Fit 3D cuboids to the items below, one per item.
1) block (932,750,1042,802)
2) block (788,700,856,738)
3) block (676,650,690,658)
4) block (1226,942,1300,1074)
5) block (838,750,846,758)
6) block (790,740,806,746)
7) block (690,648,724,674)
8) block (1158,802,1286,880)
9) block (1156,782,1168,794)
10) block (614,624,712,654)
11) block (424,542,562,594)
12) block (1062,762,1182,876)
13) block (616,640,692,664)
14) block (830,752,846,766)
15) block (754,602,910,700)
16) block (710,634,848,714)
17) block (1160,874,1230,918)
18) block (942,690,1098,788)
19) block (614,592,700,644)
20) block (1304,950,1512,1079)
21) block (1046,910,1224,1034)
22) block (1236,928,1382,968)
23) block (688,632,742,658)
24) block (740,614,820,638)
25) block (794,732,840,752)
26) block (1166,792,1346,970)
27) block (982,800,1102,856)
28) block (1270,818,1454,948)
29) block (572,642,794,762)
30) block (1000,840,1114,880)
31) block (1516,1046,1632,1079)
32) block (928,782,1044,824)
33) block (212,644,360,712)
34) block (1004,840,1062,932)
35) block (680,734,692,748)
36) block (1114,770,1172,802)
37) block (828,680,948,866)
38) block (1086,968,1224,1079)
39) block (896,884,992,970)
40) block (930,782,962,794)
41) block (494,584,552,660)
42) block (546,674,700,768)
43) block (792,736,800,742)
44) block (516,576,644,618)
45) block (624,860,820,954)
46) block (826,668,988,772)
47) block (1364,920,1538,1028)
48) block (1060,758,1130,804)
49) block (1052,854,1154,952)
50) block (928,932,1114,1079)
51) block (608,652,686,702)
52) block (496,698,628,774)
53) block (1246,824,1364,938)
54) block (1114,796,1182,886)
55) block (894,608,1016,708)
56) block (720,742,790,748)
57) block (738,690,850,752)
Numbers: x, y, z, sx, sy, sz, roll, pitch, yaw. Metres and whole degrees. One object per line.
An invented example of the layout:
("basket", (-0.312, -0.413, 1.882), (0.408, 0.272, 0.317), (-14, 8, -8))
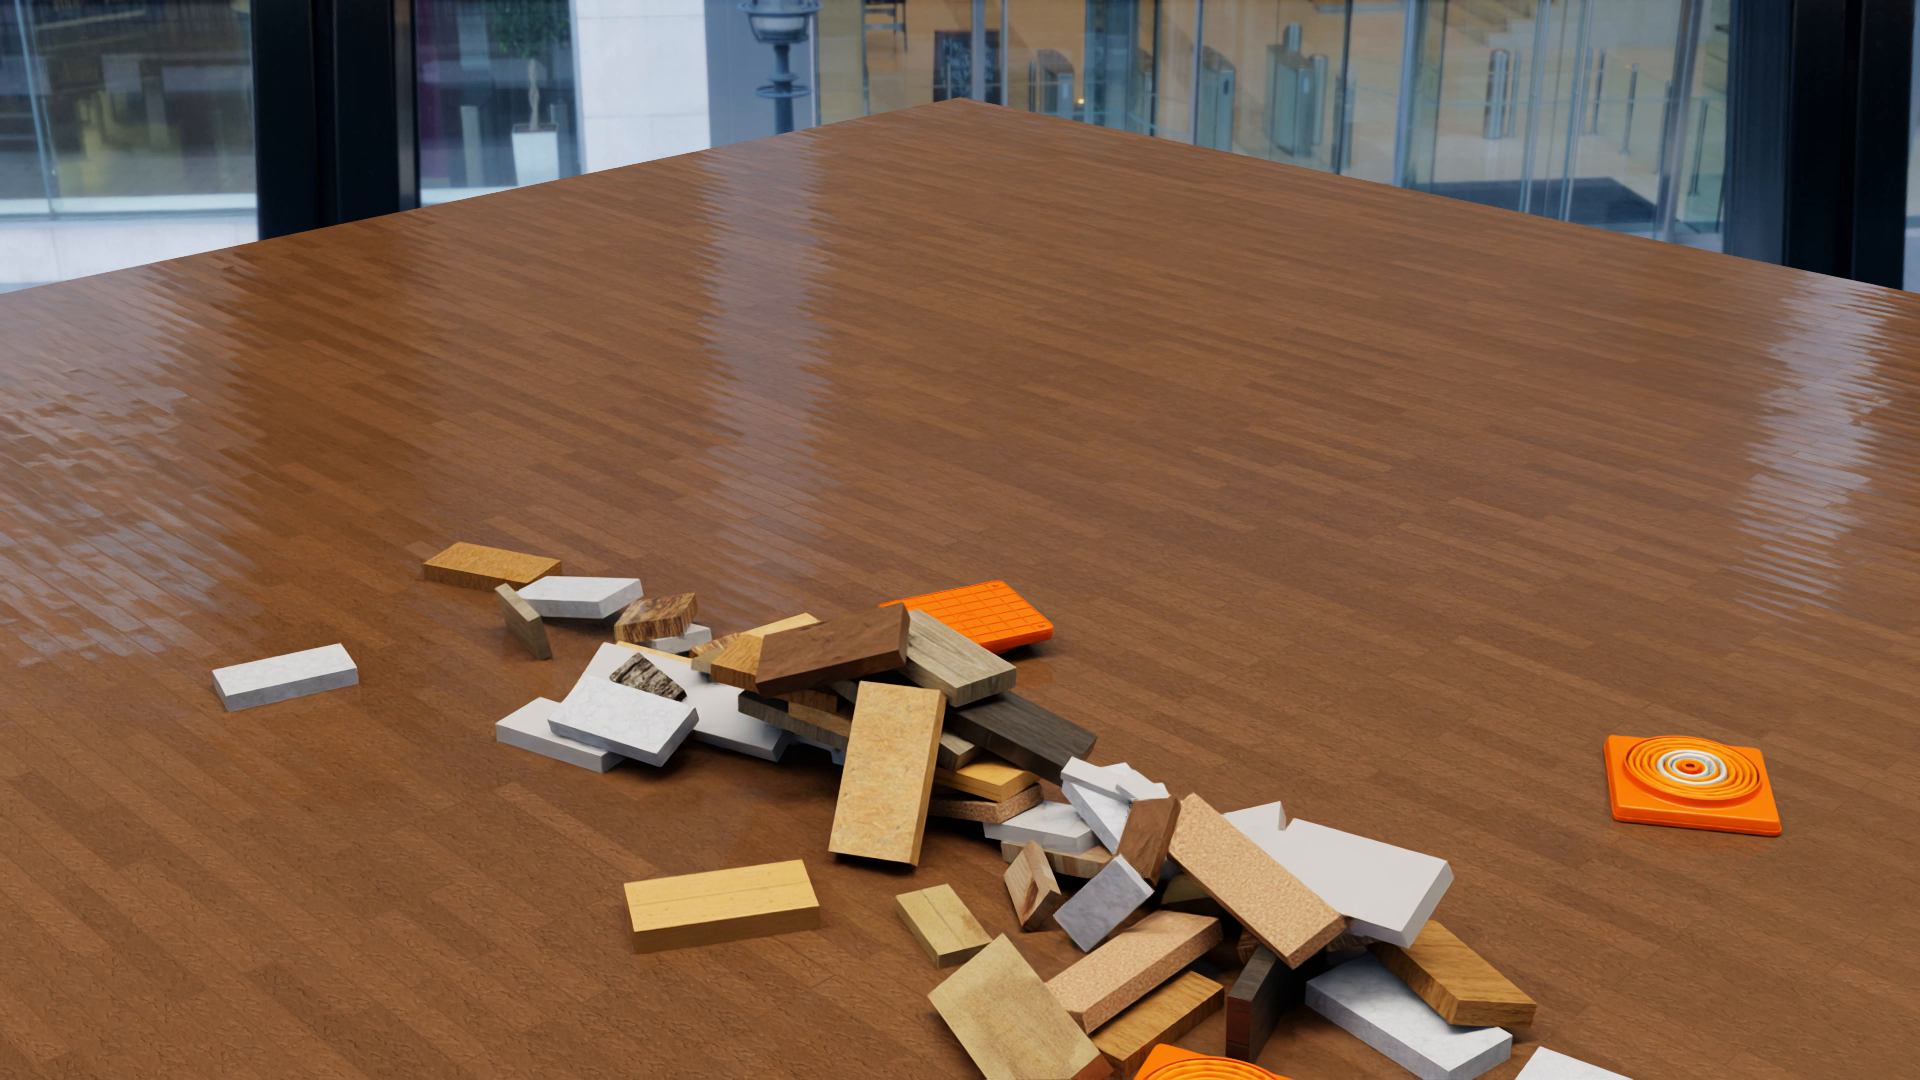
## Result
("block", (0.021, 0.453, 4.385), (0.256, 0.036, 0.128), (12, 24, 38))
("block", (-0.192, 0.355, 4.501), (0.287, 0.041, 0.144), (18, 30, 26))
("block", (-0.588, 0.303, 4.998), (0.133, 0.038, 0.266), (-21, 31, -40))
("block", (0.522, 0.770, 3.762), (0.041, 0.144, 0.287), (9, 25, 24))
("block", (-0.154, 0.429, 4.560), (0.100, 0.028, 0.201), (-27, 23, -38))
("block", (-0.311, 0.417, 4.724), (0.103, 0.015, 0.051), (-10, 19, 19))
("block", (-0.520, 0.267, 4.816), (0.085, 0.024, 0.169), (10, 7, 12))
("block", (0.479, 0.576, 4.192), (0.277, 0.039, 0.139), (-15, 17, 16))
("block", (0.373, 0.507, 4.147), (0.057, 0.016, 0.113), (-1, 41, -18))
("block", (-0.689, 0.224, 5.091), (0.133, 0.038, 0.266), (-13, 10, -28))
("block", (-1.174, 0.075, 5.528), (0.307, 0.043, 0.153), (10, 25, 21))
("block", (0.322, 0.531, 4.162), (0.139, 0.039, 0.277), (-8, 36, -27))
("block", (-0.577, 0.323, 4.835), (0.474, 0.031, 0.109), (12, 59, 25))
("block", (-0.166, 0.452, 4.607), (0.100, 0.028, 0.201), (-22, 19, -41))
("block", (-0.256, 0.223, 4.442), (0.306, 0.043, 0.153), (-14, 35, 13))
("block", (-0.354, 0.275, 4.550), (0.287, 0.041, 0.144), (13, 29, 19))
("block", (0.535, 0.635, 4.083), (0.301, 0.043, 0.151), (-13, 17, 23))
("block", (0.101, 0.371, 4.382), (0.314, 0.044, 0.157), (26, 30, 14))
("block", (-0.703, 0.181, 5.116), (0.153, 0.043, 0.307), (-8, 9, 1))
("block", (0.765, 0.821, 3.767), (0.161, 0.046, 0.321), (-17, 28, -34))
("block", (0.286, 0.749, 3.838), (0.144, 0.041, 0.386), (0, 17, 45))
("block", (0.657, 0.681, 3.945), (0.302, 0.043, 0.151), (-17, 16, 24))
("block", (-0.473, 0.308, 4.898), (0.133, 0.038, 0.266), (-18, 42, -38))
("block", (-0.422, 0.231, 5.176), (0.218, 0.031, 0.109), (-17, 28, -34))
("block", (-0.277, 0.408, 4.626), (0.074, 0.021, 0.148), (-30, 24, -32))
("block", (0.497, 0.595, 3.888), (0.118, 0.034, 0.474), (-35, 32, -11))
("block", (0.179, 0.554, 4.264), (0.128, 0.036, 0.256), (-21, 16, -40))
("block", (0.678, 0.594, 3.831), (0.321, 0.046, 0.161), (11, 51, 44))
("block", (-0.589, 0.348, 4.765), (0.527, 0.043, 0.153), (12, 54, 26))
("block", (0.225, 0.594, 4.224), (0.139, 0.039, 0.277), (-21, 16, -40))
("block", (1.034, 0.908, 3.579), (0.237, 0.034, 0.118), (15, 27, 32))
("block", (0.032, 0.517, 4.400), (0.128, 0.036, 0.256), (-21, 13, -40))
("block", (-1.526, 0.310, 4.978), (0.290, 0.041, 0.145), (-12, 26, -27))
("block", (0.135, 0.647, 4.122), (0.026, 0.091, 0.182), (31, 14, -21))
("block", (-0.666, 0.397, 4.719), (0.169, 0.085, 0.024), (12, 60, 26))
("block", (0.354, 0.483, 4.144), (0.113, 0.016, 0.057), (35, 44, 24))
("block", (-0.140, 0.454, 4.295), (0.170, 0.339, 0.048), (5, -14, 20))
("block", (0.311, 0.818, 3.780), (0.144, 0.041, 0.287), (19, 30, 38))
("block", (-0.030, 0.710, 4.048), (0.107, 0.030, 0.214), (-10, 25, -21))
("block", (-0.043, 0.484, 4.482), (0.201, 0.028, 0.100), (-5, 12, 46))
("block", (-1.026, 0.191, 5.165), (0.031, 0.109, 0.218), (-25, 31, -23))
("block", (-0.712, 0.380, 4.649), (0.290, 0.041, 0.145), (14, 46, 27))
("block", (-0.307, 0.411, 4.694), (0.103, 0.015, 0.051), (-3, 24, 33))
("block", (-0.932, 0.137, 5.304), (0.307, 0.043, 0.153), (1, 20, 33))
("block", (-0.445, 0.681, 4.094), (0.339, 0.048, 0.170), (-6, 23, -13))
("block", (-0.091, 0.334, 4.439), (0.339, 0.044, 0.157), (32, 34, 25))
("block", (0.845, 0.752, 3.842), (0.161, 0.046, 0.321), (8, 14, -23))
("block", (0.267, 0.460, 4.208), (0.141, 0.016, 0.057), (20, 33, 17))
("block", (0.257, 0.655, 3.960), (0.091, 0.182, 0.026), (48, 30, 9))
("block", (0.095, 0.819, 3.663), (0.170, 0.048, 0.376), (-39, 32, -6))
("block", (-0.677, 0.317, 4.772), (0.085, 0.024, 0.169), (-41, 51, -19))
("block", (-0.837, 0.418, 4.724), (0.290, 0.041, 0.145), (13, 26, 28))
("block", (0.619, 0.607, 3.937), (0.301, 0.043, 0.151), (8, 48, 42))
("block", (0.338, 0.553, 4.022), (0.091, 0.026, 0.182), (-10, 41, 36))
("block", (-0.048, 0.237, 4.463), (0.157, 0.044, 0.314), (-16, 31, -37))
("block", (-0.443, 0.418, 4.749), (0.148, 0.021, 0.074), (-3, 23, -7))
("block", (-0.277, 0.361, 4.569), (0.350, 0.041, 0.144), (17, 30, 25))
